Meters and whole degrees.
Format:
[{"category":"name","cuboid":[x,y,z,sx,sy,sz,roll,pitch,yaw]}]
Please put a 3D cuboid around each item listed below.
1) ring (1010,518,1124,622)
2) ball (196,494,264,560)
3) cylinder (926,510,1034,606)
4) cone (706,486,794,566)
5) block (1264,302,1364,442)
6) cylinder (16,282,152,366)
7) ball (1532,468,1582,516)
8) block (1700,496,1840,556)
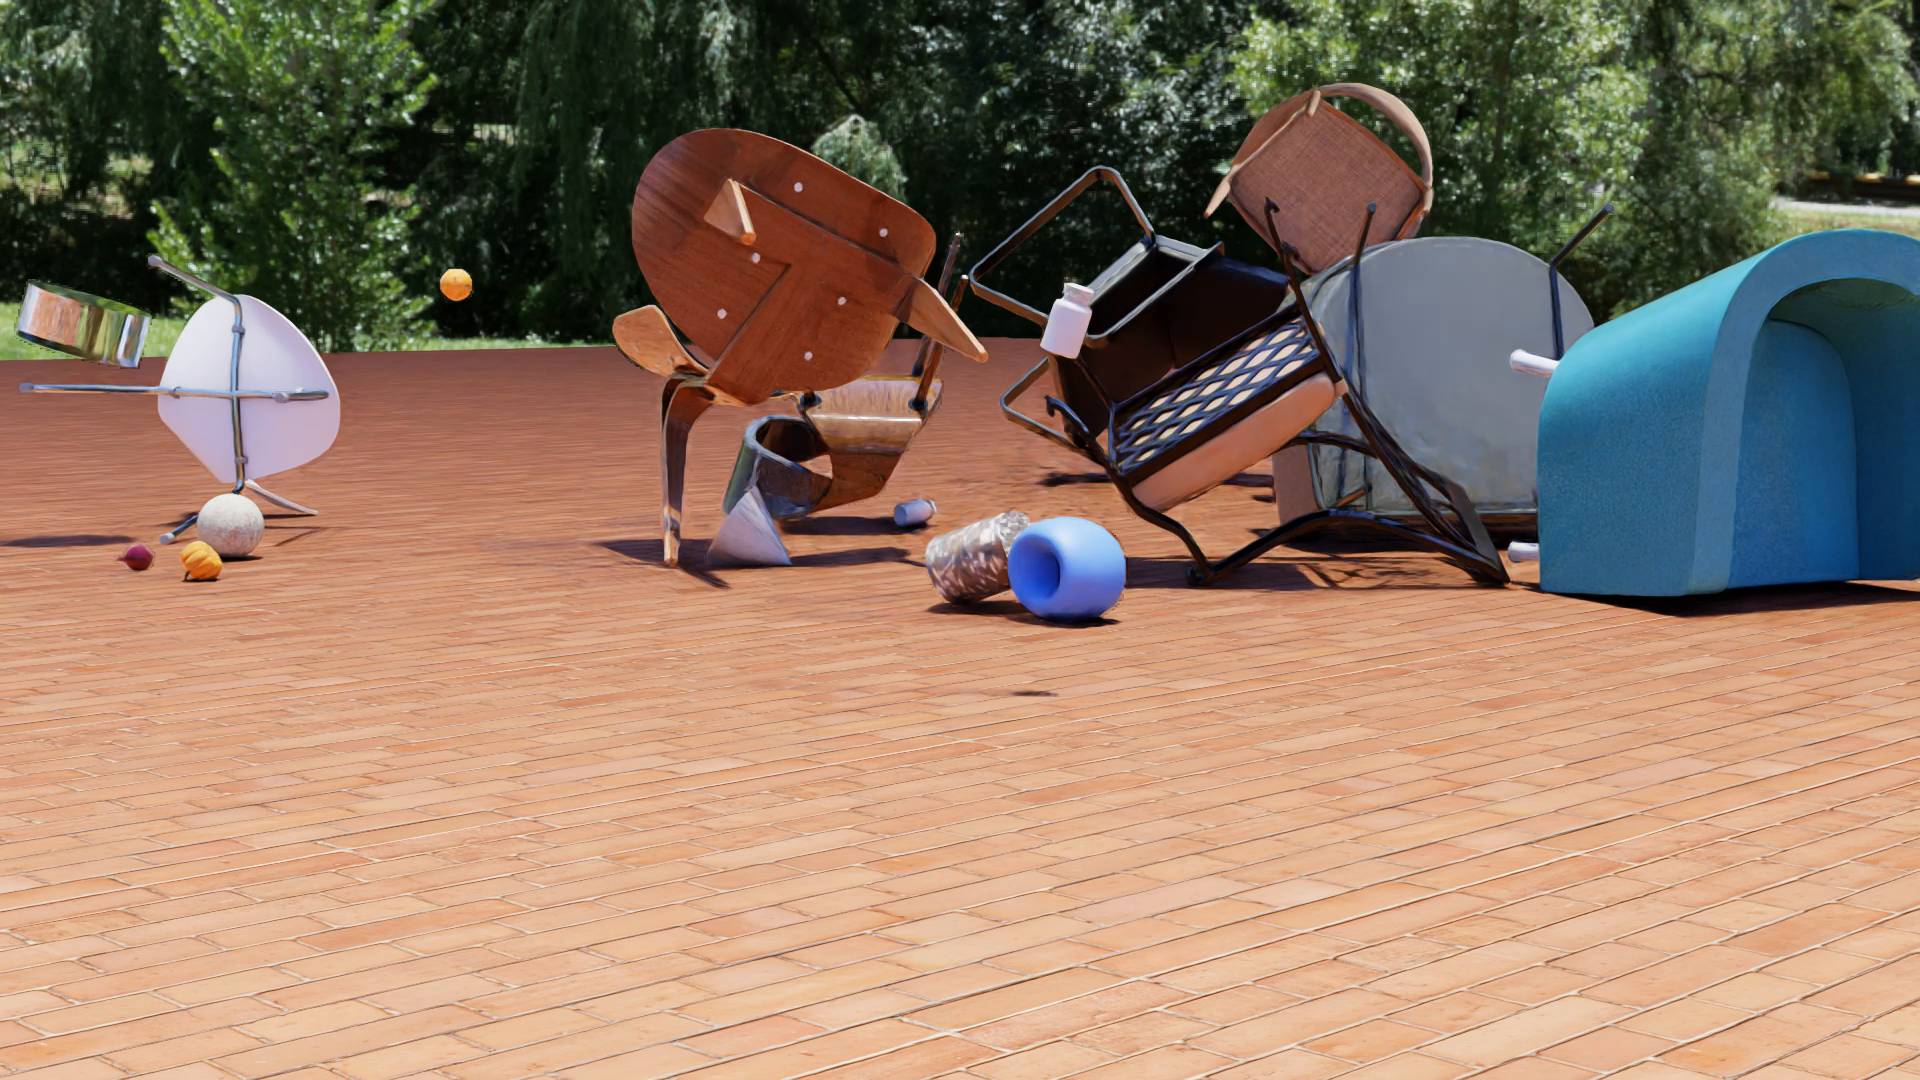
[{"category":"ring","cuboid":[0.205,0.057,4.905,0.161,0.198,0.221,-3,24,-42]},{"category":"ball","cuboid":[-1.699,-0.032,5.975,0.153,0.153,0.153,0,6,0]},{"category":"cylinder","cuboid":[0.055,0.036,5.088,0.166,0.145,0.227,-20,-10,22]},{"category":"cone","cuboid":[-0.450,0.013,5.844,0.170,0.208,0.252,33,-15,4]},{"category":"block","cuboid":[1.032,-0.490,7.507,0.169,0.301,0.238,-16,-23,-8]},{"category":"cylinder","cuboid":[-2.158,-0.531,6.317,0.295,0.129,0.300,17,5,-1]},{"category":"ball","cuboid":[1.269,-0.100,5.450,0.102,0.102,0.102,0,6,0]},{"category":"block","cuboid":[1.934,-0.033,6.131,0.286,0.123,0.187,1,6,7]}]
